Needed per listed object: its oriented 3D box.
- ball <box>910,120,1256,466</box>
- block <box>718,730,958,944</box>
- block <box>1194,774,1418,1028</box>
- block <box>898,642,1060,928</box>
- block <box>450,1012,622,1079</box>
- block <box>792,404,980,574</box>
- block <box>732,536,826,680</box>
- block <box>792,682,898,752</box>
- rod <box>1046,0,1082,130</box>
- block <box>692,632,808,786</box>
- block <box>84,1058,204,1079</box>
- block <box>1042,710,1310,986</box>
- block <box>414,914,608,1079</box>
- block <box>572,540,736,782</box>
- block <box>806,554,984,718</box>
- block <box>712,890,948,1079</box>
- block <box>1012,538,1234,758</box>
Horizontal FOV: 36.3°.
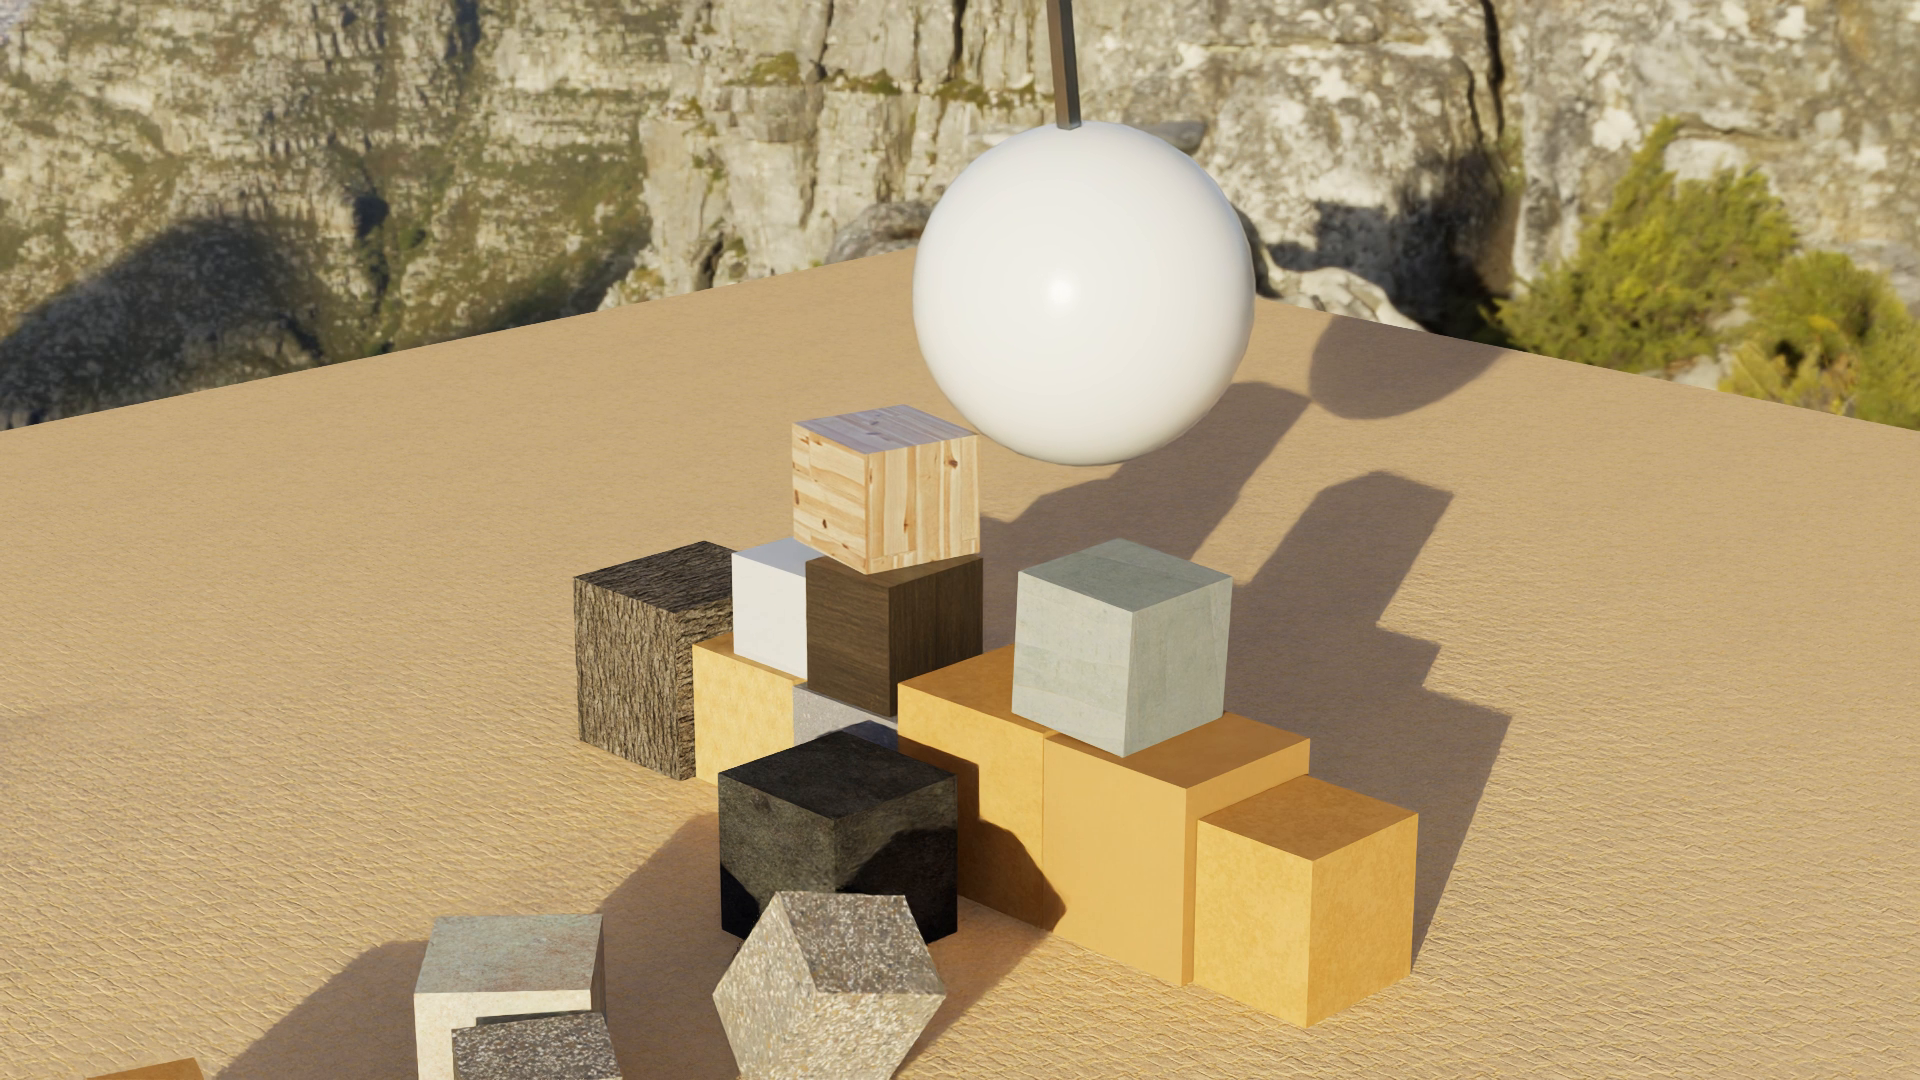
[{"bbox_3d":[0.570,-1.139,13.582,1.600,1.600,1.600,0,17,0],"label":"ball"},{"bbox_3d":[-0.530,1.363,12.774,0.721,0.740,0.746,-17,24,-42],"label":"block"},{"bbox_3d":[1.450,1.505,12.318,0.706,0.742,0.605,-17,24,-42],"label":"block"},{"bbox_3d":[0.316,1.093,13.335,0.895,0.918,0.794,16,24,42],"label":"block"},{"bbox_3d":[-1.541,2.116,10.717,0.558,0.537,0.531,-4,18,-14],"label":"block"},{"bbox_3d":[-0.349,-0.248,13.805,0.628,0.574,0.657,-11,21,-31],"label":"block"},{"bbox_3d":[-0.692,0.307,14.184,0.582,0.509,0.568,-17,24,-42],"label":"block"},{"bbox_3d":[-0.281,1.027,13.942,0.776,0.681,0.670,17,24,42],"label":"block"},{"bbox_3d":[0.247,-4.256,12.263,0.080,5.200,0.080,17,32,42],"label":"rod"},{"bbox_3d":[-0.801,0.848,14.477,0.711,0.700,0.736,-17,24,-42],"label":"block"},{"bbox_3d":[-2.911,2.256,10.233,0.643,0.560,0.635,-8,19,-24],"label":"block"},{"bbox_3d":[0.935,1.283,12.769,0.815,0.896,0.806,-17,24,-42],"label":"block"},{"bbox_3d":[-1.731,1.873,11.391,0.657,0.595,0.681,-1,17,-3],"label":"block"},{"bbox_3d":[-1.364,0.600,14.967,0.872,0.880,0.807,-17,24,-42],"label":"block"},{"bbox_3d":[-0.306,0.392,13.774,0.554,0.629,0.619,16,24,42],"label":"block"},{"bbox_3d":[-0.508,1.749,11.276,0.575,0.618,0.491,7,40,-34],"label":"block"},{"bbox_3d":[0.702,0.455,12.749,0.645,0.659,0.668,20,26,40],"label":"block"}]
